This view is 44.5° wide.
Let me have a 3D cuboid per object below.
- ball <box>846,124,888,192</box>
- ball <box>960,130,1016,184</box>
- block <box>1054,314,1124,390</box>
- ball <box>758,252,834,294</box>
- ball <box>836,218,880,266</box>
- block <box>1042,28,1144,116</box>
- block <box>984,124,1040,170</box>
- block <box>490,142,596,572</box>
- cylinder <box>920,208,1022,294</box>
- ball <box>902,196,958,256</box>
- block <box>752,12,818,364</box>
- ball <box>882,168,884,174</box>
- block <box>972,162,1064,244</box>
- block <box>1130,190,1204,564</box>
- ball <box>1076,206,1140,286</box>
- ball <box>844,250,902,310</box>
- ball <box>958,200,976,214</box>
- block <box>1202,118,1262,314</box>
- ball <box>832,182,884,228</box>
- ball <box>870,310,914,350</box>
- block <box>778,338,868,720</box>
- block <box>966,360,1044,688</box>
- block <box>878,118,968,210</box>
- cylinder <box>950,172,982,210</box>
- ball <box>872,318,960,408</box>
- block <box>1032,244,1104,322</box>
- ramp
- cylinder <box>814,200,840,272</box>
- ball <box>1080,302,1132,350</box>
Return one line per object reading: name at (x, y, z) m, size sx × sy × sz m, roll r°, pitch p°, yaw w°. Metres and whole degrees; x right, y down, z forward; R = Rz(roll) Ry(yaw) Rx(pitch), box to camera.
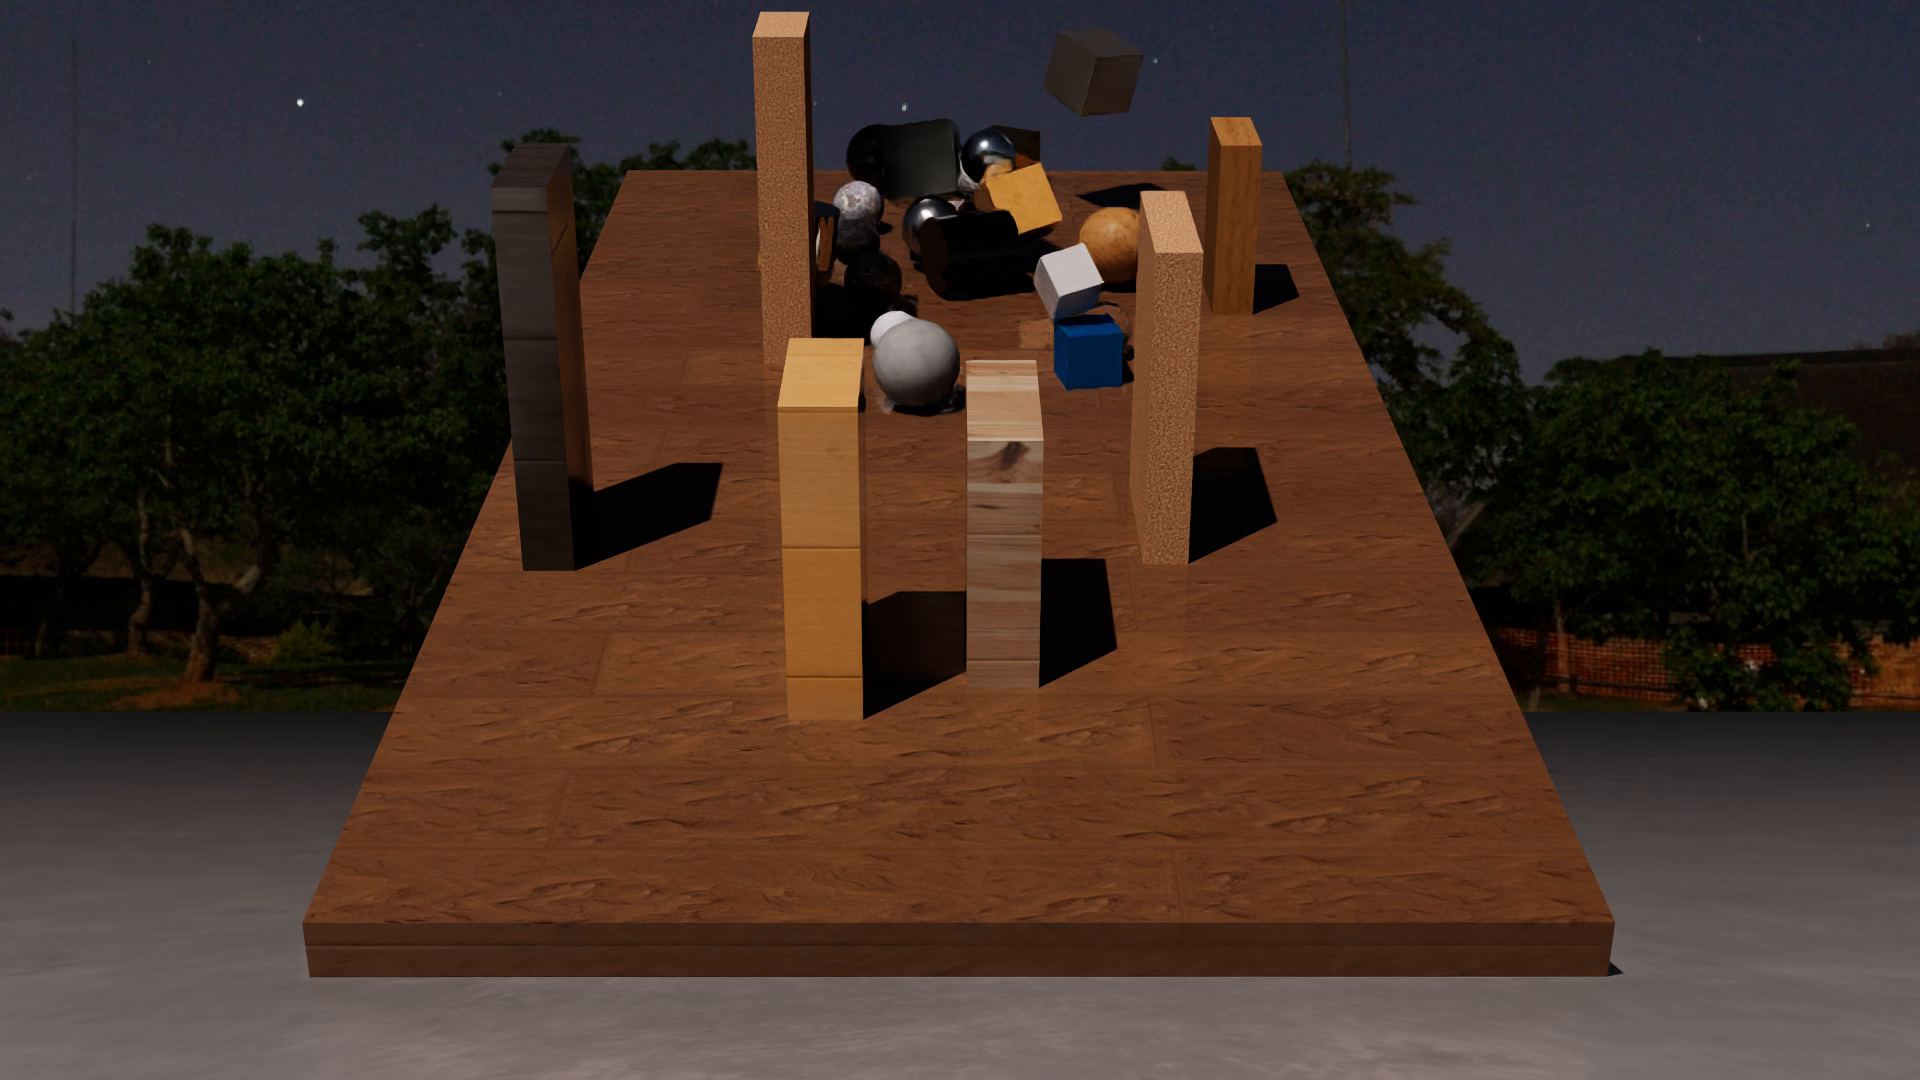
ball at (-0.238, -1.132, 6.955) m, size 0.200 × 0.200 × 0.200 m, roll 0°, pitch -4°, yaw 0°
ball at (0.078, -1.038, 6.365) m, size 0.152 × 0.152 × 0.152 m, roll 0°, pitch -4°, yaw 0°
block at (0.305, -0.449, 5.594) m, size 0.134 × 0.134 × 0.134 m, roll -5°, pitch 26°, yaw -11°
ball at (-0.425, -0.721, 6.089) m, size 0.199 × 0.199 × 0.199 m, roll 0°, pitch -4°, yaw 0°
ball at (-0.273, -0.776, 6.121) m, size 0.129 × 0.129 × 0.129 m, roll 0°, pitch -4°, yaw 0°
block at (0.378, -1.328, 6.658) m, size 0.180 × 0.180 × 0.180 m, roll -13°, pitch 41°, yaw -37°
block at (0.132, -1.137, 7.018) m, size 0.156 × 0.156 × 0.156 m, roll 13°, pitch 28°, yaw 25°
block at (-0.817, -0.358, 4.633) m, size 0.103 × 0.789 × 0.297 m, roll 0°, pitch 25°, yaw 0°
cylinder at (0.028, -0.758, 6.162) m, size 0.204 × 0.204 × 0.204 m, roll -10°, pitch 0°, yaw -20°
ball at (-0.076, -0.838, 6.298) m, size 0.164 × 0.164 × 0.164 m, roll 0°, pitch -4°, yaw 0°
block at (-0.417, -0.843, 5.645) m, size 0.116 × 0.799 × 0.255 m, roll 0°, pitch 25°, yaw 0°
ball at (-0.160, -1.056, 6.622) m, size 0.123 × 0.123 × 0.123 m, roll 0°, pitch -4°, yaw 0°
block at (0.153, -0.894, 6.331) m, size 0.165 × 0.165 × 0.165 m, roll -21°, pitch -3°, yaw -14°
block at (0.412, -0.331, 4.741) m, size 0.090 × 0.653 × 0.395 m, roll 0°, pitch 25°, yaw 0°
ball at (0.412, -0.778, 6.201) m, size 0.209 × 0.209 × 0.209 m, roll 0°, pitch -4°, yaw 0°
ball at (-0.223, -0.668, 6.034) m, size 0.152 × 0.152 × 0.152 m, roll 0°, pitch -4°, yaw 0°
ball at (0.045, -0.875, 6.495) m, size 0.131 × 0.131 × 0.131 m, roll 0°, pitch -4°, yaw 0°
block at (0.700, -0.837, 6.050) m, size 0.103 × 0.446 × 0.265 m, roll 0°, pitch 25°, yaw 0°
ball at (-0.287, -0.938, 6.614) m, size 0.146 × 0.146 × 0.146 m, roll 0°, pitch -4°, yaw 0°
ball at (-0.155, -0.492, 5.689) m, size 0.129 × 0.129 × 0.129 m, roll 0°, pitch -4°, yaw 0°
block at (-0.237, -0.021, 4.152) m, size 0.133 × 0.595 × 0.322 m, roll 0°, pitch 25°, yaw 0°
block at (0.077, -0.035, 4.311) m, size 0.131 × 0.484 × 0.387 m, roll 0°, pitch 25°, yaw 0°
block at (-0.099, -1.019, 6.360) m, size 0.197 × 0.197 × 0.197 m, roll -7°, pitch 1°, yaw 7°
cylinder at (0.046, -1.049, 6.828) m, size 0.160 × 0.160 × 0.160 m, roll -13°, pitch 2°, yaw -26°
ball at (-0.101, -0.409, 5.427) m, size 0.203 × 0.203 × 0.203 m, roll 0°, pitch -4°, yaw 0°
block at (0.256, -0.611, 5.568) m, size 0.116 × 0.116 × 0.116 m, roll -19°, pitch -21°, yaw -15°
ramp at (-0.009, -0.229, 5.403) m, size 2.000 × 0.100 × 4.000 m, roll 0°, pitch 25°, yaw 0°
cylinder at (-0.379, -0.765, 5.901) m, size 0.141 × 0.141 × 0.141 m, roll 6°, pitch 25°, yaw -3°
ball at (0.351, -0.513, 5.727) m, size 0.137 × 0.137 × 0.137 m, roll 0°, pitch -4°, yaw 0°
